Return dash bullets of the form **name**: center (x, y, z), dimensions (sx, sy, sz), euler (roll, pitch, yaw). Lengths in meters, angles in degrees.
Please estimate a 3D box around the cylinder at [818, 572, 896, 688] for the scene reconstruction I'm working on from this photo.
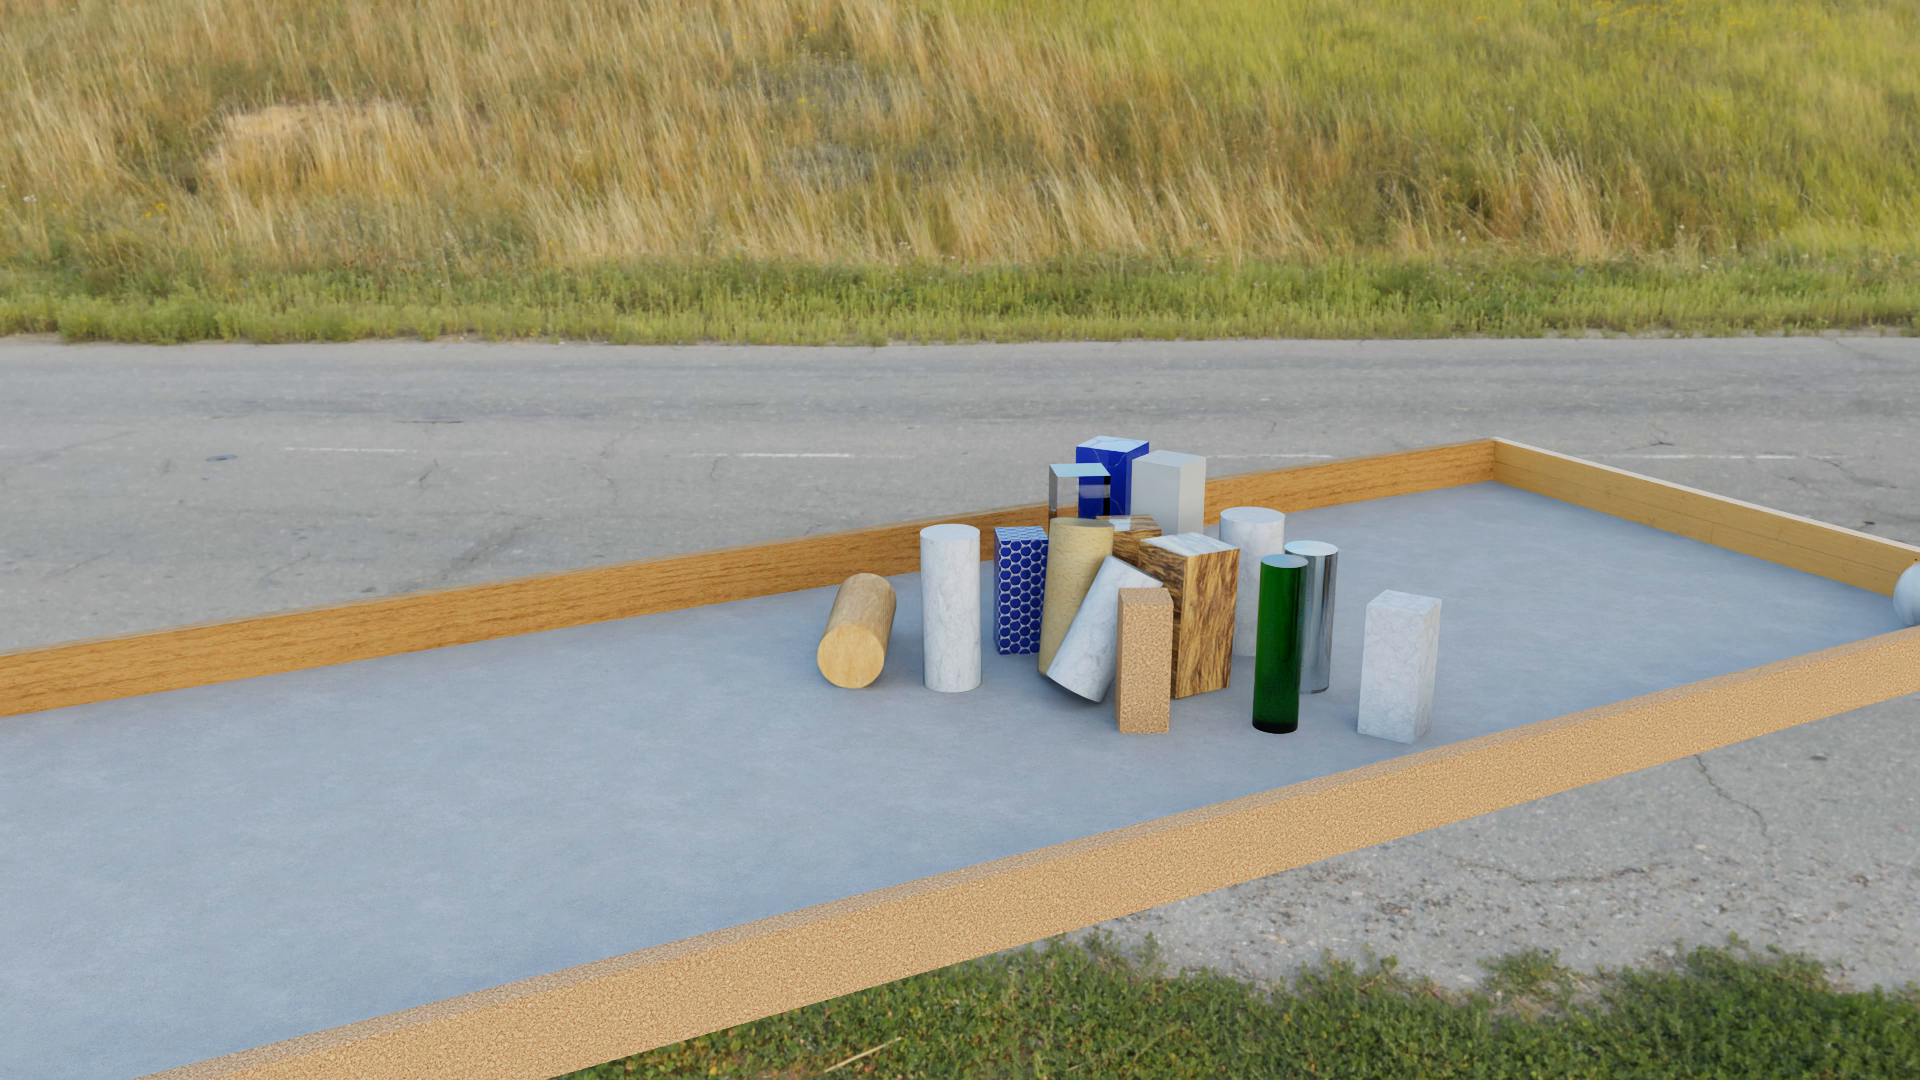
- **cylinder**: center (-0.262, 0.229, 4.281), dimensions (0.166, 0.166, 0.430), euler (1, 16, 2)

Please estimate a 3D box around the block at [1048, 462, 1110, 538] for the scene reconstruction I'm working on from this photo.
- **block**: center (0.328, 0.009, 4.582), dimensions (0.145, 0.419, 0.145), euler (-2, 16, -6)

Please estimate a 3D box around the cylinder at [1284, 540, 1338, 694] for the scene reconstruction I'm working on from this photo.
- **cylinder**: center (0.857, 0.190, 4.075), dimensions (0.129, 0.356, 0.129), euler (0, 16, 0)

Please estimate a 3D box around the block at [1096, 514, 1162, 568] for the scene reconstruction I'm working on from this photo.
- **block**: center (0.441, 0.114, 4.377), dimensions (0.146, 0.332, 0.146), euler (-2, 16, -6)

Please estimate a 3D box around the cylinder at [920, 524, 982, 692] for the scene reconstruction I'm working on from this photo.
- **cylinder**: center (-0.022, 0.168, 4.084), dimensions (0.147, 0.391, 0.147), euler (-1, 17, 0)

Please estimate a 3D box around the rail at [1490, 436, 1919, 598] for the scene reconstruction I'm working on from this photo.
- **rail**: center (2.466, -0.048, 5.253), dimensions (0.050, 0.150, 2.100), euler (-9, 18, -27)

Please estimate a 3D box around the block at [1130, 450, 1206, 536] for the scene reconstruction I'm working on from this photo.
- **block**: center (0.574, -0.008, 4.583), dimensions (0.148, 0.450, 0.148), euler (11, 20, 34)

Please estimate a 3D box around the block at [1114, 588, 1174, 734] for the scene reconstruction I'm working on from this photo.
- **block**: center (0.427, 0.280, 3.838), dimensions (0.113, 0.318, 0.113), euler (0, 16, -1)

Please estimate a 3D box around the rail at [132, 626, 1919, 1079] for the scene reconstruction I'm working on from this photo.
- **rail**: center (-2.336, 1.006, 1.665), dimensions (12.000, 0.150, 0.050), euler (-9, 18, -27)

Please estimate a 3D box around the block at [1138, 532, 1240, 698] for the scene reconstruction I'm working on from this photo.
- **block**: center (0.557, 0.183, 4.087), dimensions (0.173, 0.359, 0.173), euler (-8, 18, -32)

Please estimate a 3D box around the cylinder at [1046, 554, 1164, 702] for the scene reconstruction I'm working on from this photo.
- **cylinder**: center (0.350, 0.213, 3.993), dimensions (0.153, 0.325, 0.153), euler (27, 4, -2)

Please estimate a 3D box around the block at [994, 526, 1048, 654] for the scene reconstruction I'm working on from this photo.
- **block**: center (0.159, 0.132, 4.352), dimensions (0.127, 0.312, 0.127), euler (-1, 16, -5)

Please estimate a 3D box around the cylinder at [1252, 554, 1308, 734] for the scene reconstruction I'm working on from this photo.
- **cylinder**: center (0.740, 0.241, 3.819), dimensions (0.106, 0.404, 0.106), euler (0, 16, 0)

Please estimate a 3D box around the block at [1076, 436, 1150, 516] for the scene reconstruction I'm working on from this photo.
- **block**: center (0.443, -0.073, 4.839), dimensions (0.159, 0.430, 0.159), euler (9, 19, 28)

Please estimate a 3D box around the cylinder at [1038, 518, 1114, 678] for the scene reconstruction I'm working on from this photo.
- **cylinder**: center (0.291, 0.146, 4.136), dimensions (0.161, 0.386, 0.161), euler (4, 9, -1)

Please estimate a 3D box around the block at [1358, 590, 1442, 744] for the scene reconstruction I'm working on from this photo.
- **block**: center (1.014, 0.291, 3.807), dimensions (0.131, 0.314, 0.131), euler (10, 19, 32)

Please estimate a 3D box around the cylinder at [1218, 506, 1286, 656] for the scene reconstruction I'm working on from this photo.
- **cylinder**: center (0.763, 0.108, 4.350), dimensions (0.168, 0.360, 0.168), euler (0, 16, 0)

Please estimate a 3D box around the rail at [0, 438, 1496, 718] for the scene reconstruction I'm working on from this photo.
- **rail**: center (-3.305, 0.497, 3.399), dimensions (12.000, 0.150, 0.050), euler (-9, 18, -27)

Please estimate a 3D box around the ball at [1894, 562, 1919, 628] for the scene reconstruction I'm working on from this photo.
- **ball**: center (2.644, 0.154, 4.451), dimensions (0.214, 0.214, 0.214), euler (0, 16, 0)
